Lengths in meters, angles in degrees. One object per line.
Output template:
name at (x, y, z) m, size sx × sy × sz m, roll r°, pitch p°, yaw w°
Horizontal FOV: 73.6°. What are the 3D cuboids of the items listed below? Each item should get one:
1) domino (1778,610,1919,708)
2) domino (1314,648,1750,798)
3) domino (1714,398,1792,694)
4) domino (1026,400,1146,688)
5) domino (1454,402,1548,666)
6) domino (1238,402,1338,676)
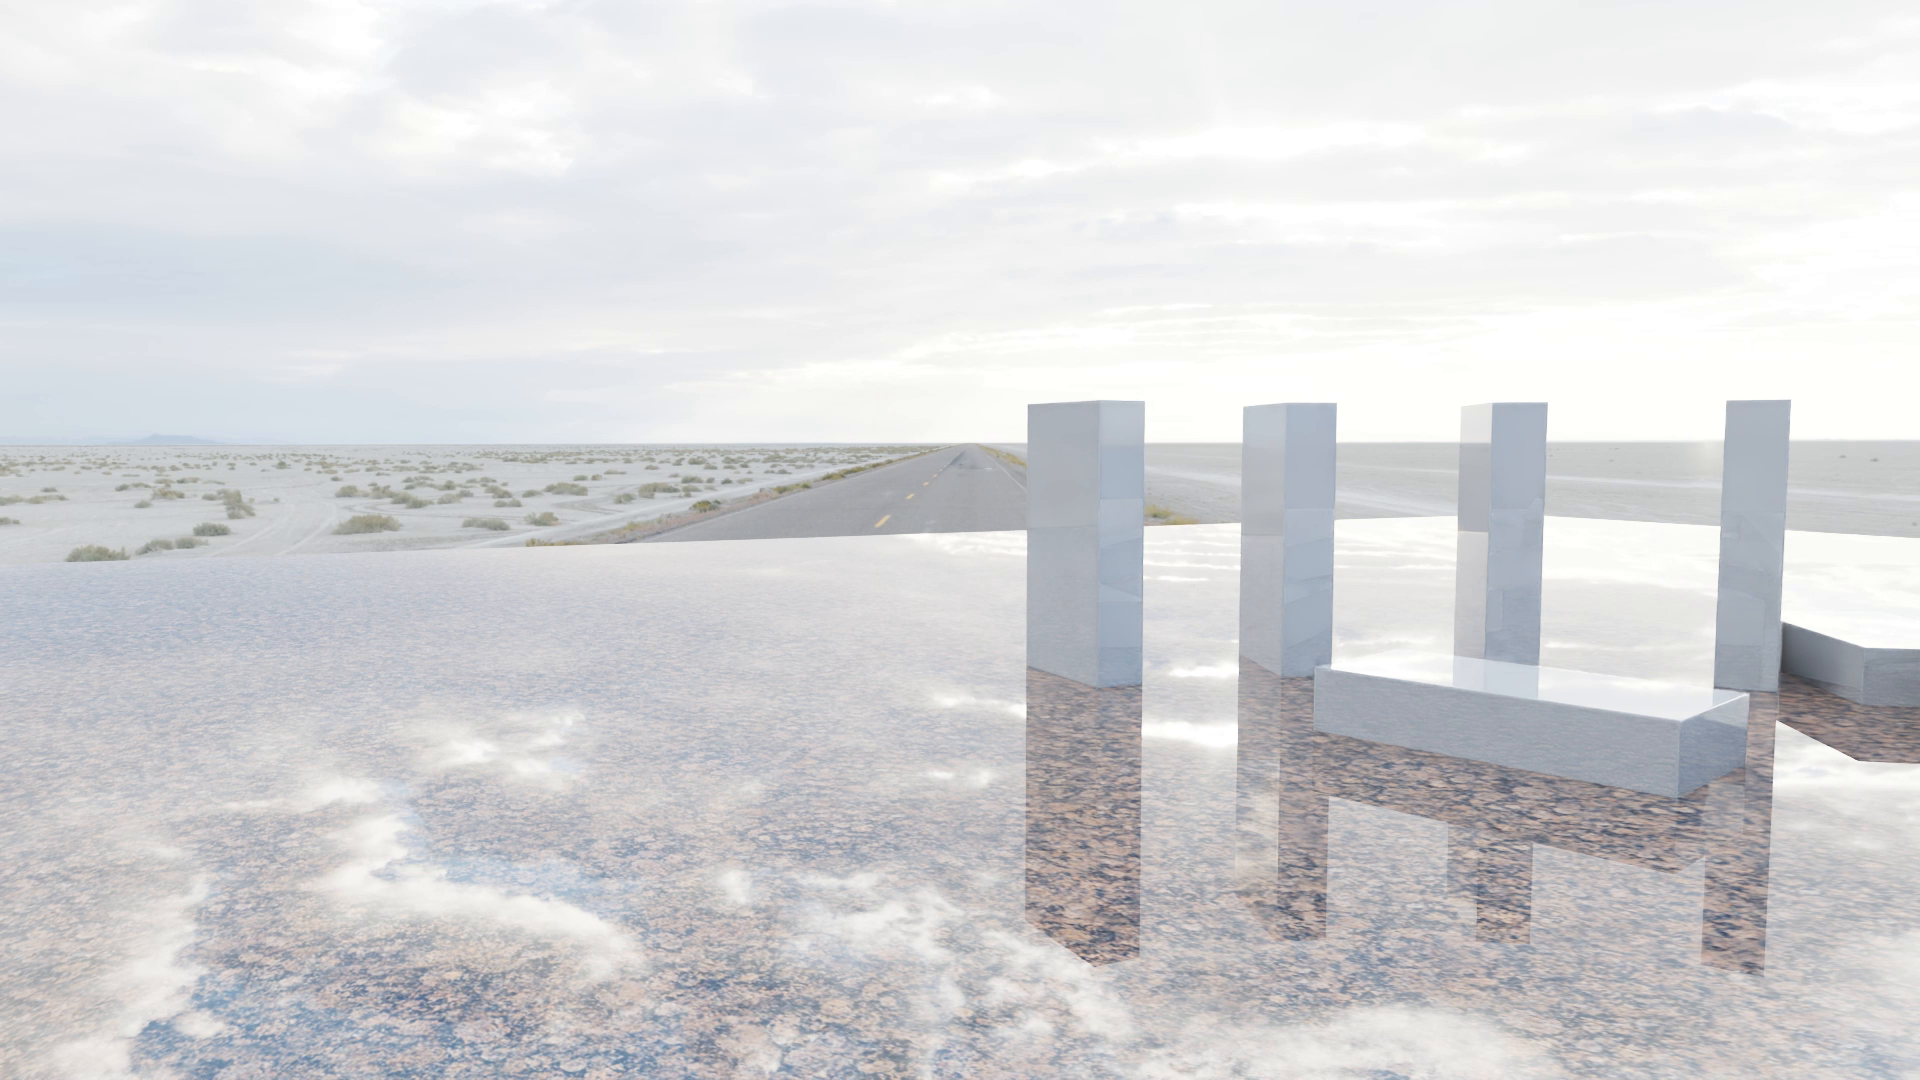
domino at (0.164, 0.021, 0.231) m, size 0.025 × 0.009 × 0.050 m, roll 1°, pitch 4°, yaw 12°
domino at (0.079, 0.024, 0.181) m, size 0.025 × 0.010 × 0.050 m, roll -4°, pitch 6°, yaw -42°
domino at (0.142, 0.000, 0.230) m, size 0.009 × 0.050 × 0.025 m, roll 3°, pitch 5°, yaw 33°
domino at (0.023, 0.000, 0.235) m, size 0.009 × 0.050 × 0.025 m, roll -2°, pitch 5°, yaw -27°
domino at (0.103, -0.001, 0.245) m, size 0.010 × 0.050 × 0.025 m, roll 1°, pitch 4°, yaw 9°
domino at (0.062, -0.001, 0.246) m, size 0.010 × 0.050 × 0.025 m, roll 0°, pitch 4°, yaw -6°
